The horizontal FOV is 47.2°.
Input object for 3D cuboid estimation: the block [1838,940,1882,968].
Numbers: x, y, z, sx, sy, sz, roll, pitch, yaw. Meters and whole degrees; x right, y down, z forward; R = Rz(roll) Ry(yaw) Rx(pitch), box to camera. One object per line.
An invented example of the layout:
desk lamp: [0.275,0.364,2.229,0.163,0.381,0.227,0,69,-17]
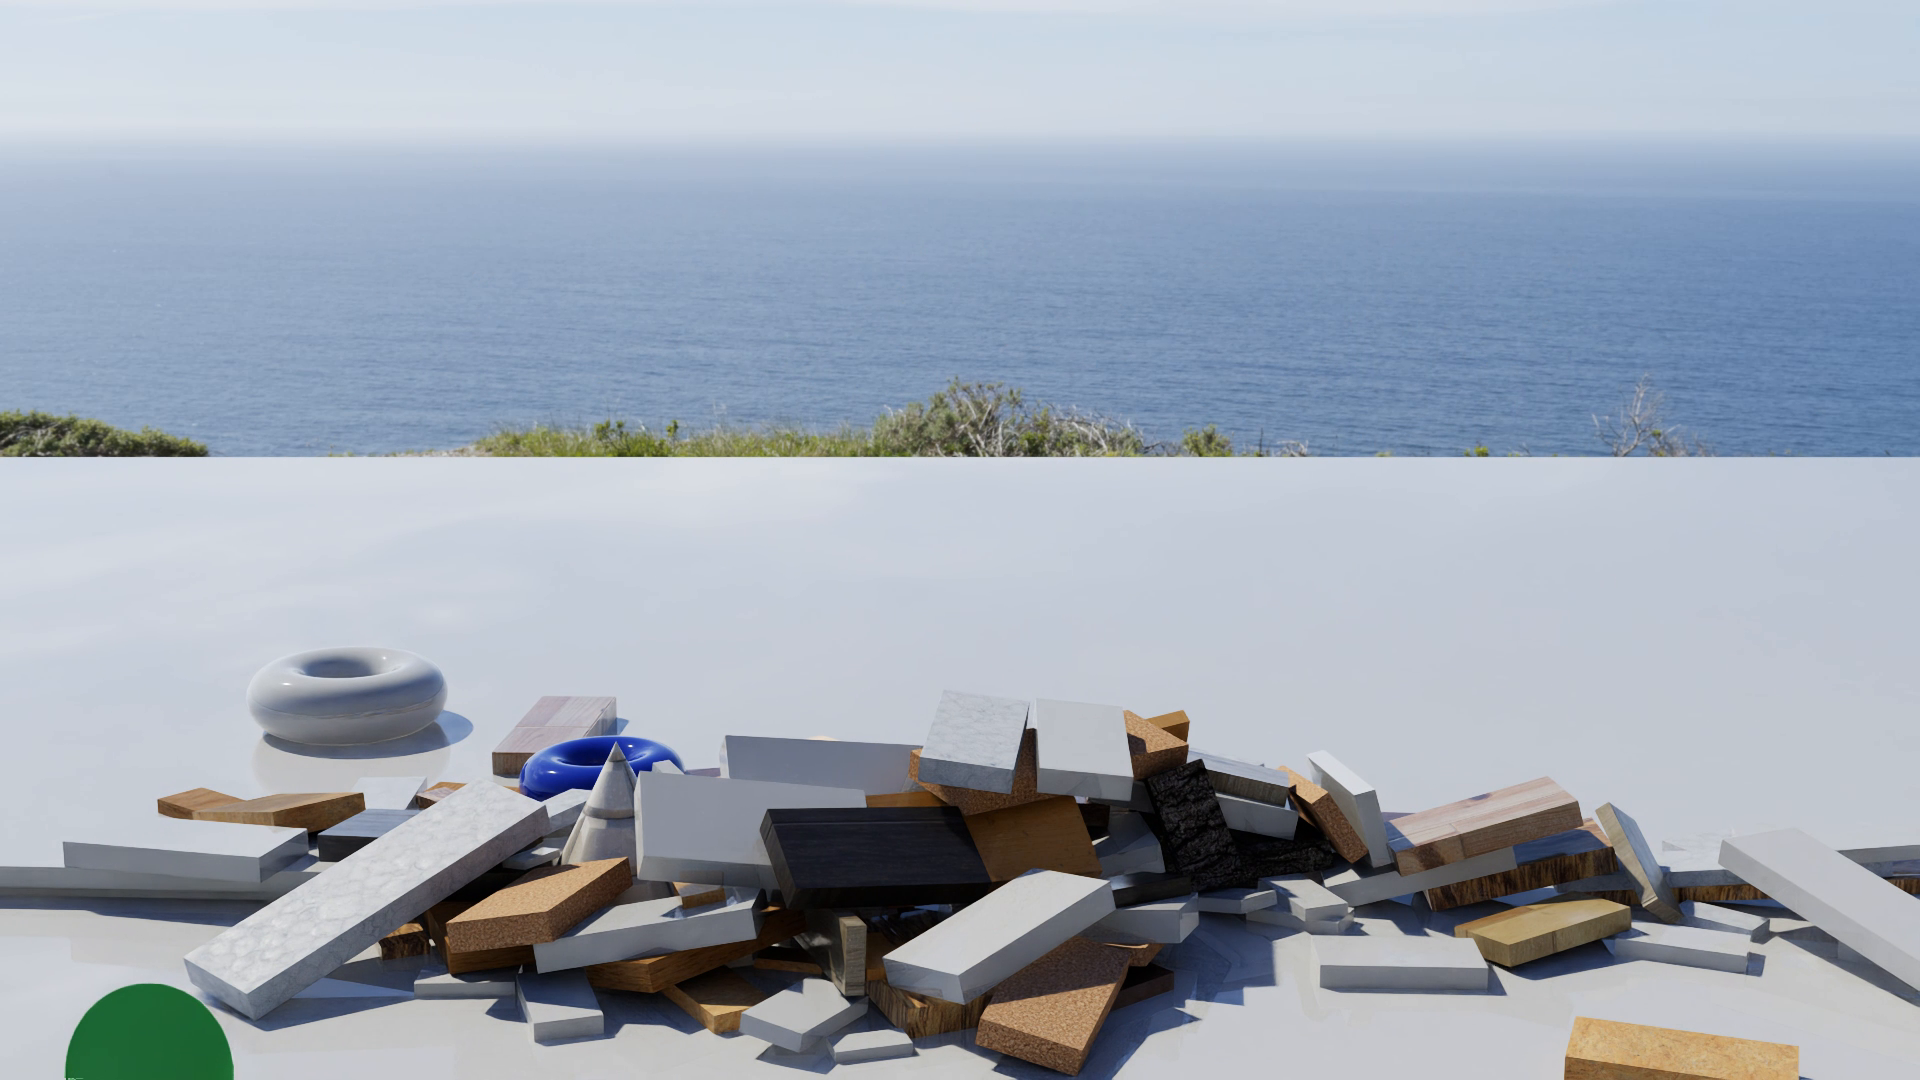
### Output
block: [1.464,0.616,3.437,0.117,0.033,0.235,7,13,34]

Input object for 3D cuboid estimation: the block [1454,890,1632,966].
block: [0.908,0.603,3.423,0.247,0.035,0.123,-10,9,-27]

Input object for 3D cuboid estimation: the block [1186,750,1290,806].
block: [0.440,0.398,3.743,0.235,0.033,0.117,12,8,6]

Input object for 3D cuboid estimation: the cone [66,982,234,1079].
cone: [-1.086,0.700,2.800,0.224,0.224,0.224,-25,-7,36]

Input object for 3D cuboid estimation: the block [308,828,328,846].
block: [-1.120,0.528,3.803,0.251,0.036,0.126,-9,10,1]

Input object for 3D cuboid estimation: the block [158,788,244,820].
block: [-1.392,0.500,4.082,0.190,0.027,0.095,8,13,36]

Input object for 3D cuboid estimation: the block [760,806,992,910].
block: [-0.126,0.474,3.297,0.318,0.045,0.159,3,38,-27]

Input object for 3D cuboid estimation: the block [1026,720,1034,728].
block: [0.169,0.410,4.528,0.291,0.041,0.145,-3,11,-16]

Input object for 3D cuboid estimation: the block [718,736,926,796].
block: [-0.156,0.410,3.524,0.446,0.050,0.176,5,47,-18]

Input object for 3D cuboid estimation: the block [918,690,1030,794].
block: [0.025,0.320,3.518,0.145,0.041,0.291,7,18,5]

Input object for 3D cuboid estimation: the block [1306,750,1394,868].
block: [0.663,0.454,3.762,0.035,0.123,0.418,-15,4,-1]

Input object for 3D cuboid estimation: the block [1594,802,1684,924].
block: [1.097,0.521,3.552,0.095,0.027,0.191,32,30,-40]

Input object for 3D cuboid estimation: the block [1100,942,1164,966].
block: [0.249,0.613,3.323,0.095,0.027,0.190,-2,-1,14]

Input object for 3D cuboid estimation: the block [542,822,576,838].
block: [-0.644,0.520,3.875,0.181,0.026,0.090,15,13,11]

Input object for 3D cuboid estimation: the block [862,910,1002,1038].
block: [-0.064,0.637,3.249,0.161,0.046,0.321,-5,14,-23]

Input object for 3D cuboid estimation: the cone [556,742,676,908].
cone: [-0.557,0.463,3.586,0.280,0.280,0.280,0,11,0]

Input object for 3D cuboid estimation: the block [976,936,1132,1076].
block: [0.135,0.644,3.100,0.145,0.041,0.291,15,20,13]

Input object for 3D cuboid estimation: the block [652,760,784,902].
block: [-0.399,0.499,3.583,0.031,0.111,0.382,-8,29,-37]

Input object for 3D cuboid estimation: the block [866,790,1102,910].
block: [0.031,0.476,3.464,0.353,0.050,0.176,-2,49,-23]

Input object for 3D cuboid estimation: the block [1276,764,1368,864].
block: [0.612,0.467,3.786,0.033,0.117,0.458,-34,0,-1]

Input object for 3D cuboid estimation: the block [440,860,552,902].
block: [-0.842,0.544,3.576,0.322,0.046,0.161,-1,6,6]

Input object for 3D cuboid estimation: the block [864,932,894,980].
block: [-0.126,0.610,3.222,0.061,0.017,0.122,-4,14,-20]

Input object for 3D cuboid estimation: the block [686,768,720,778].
block: [-0.348,0.471,4.178,0.336,0.048,0.168,-3,11,-13]

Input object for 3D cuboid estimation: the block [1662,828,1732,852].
block: [1.334,0.540,3.868,0.177,0.025,0.089,-5,12,-25]

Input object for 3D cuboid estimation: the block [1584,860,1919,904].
block: [1.464,0.556,3.613,0.900,0.025,0.089,-3,12,5]

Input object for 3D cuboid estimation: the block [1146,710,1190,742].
block: [0.344,0.388,3.870,0.099,0.199,0.028,-12,44,-15]

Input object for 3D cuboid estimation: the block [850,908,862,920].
block: [-0.176,0.576,3.428,0.017,0.122,0.061,-35,23,-17]

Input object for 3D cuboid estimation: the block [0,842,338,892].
block: [-1.592,0.543,3.687,1.187,0.036,0.126,1,11,3]

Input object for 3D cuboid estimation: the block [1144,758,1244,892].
block: [0.382,0.469,3.599,0.099,0.199,0.028,-19,-6,-13]

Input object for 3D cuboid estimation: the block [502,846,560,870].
block: [-0.692,0.513,3.548,0.046,0.013,0.092,1,6,27]

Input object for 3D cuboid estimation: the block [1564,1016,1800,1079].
block: [0.966,0.704,2.944,0.291,0.041,0.145,4,11,20]

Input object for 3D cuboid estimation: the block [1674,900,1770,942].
block: [1.214,0.608,3.518,0.137,0.019,0.068,9,14,41]

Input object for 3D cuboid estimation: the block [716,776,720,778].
block: [-0.377,0.499,3.725,0.159,0.159,0.159,-10,14,-42]

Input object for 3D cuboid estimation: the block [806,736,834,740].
block: [-0.252,0.465,3.838,0.184,0.184,0.184,-10,14,-42]

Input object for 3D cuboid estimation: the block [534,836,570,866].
block: [-0.719,0.536,3.751,0.182,0.026,0.091,-2,11,-18]

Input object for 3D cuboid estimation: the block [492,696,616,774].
block: [-0.835,0.402,4.558,0.161,0.046,0.440,0,11,2]

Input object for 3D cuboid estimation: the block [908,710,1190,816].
block: [0.149,0.358,3.581,0.452,0.045,0.159,-7,22,-35]

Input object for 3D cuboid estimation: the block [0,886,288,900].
block: [-1.726,0.570,3.709,1.401,0.025,0.089,1,11,3]

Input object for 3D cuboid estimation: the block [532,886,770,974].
block: [-0.454,0.573,3.256,0.322,0.046,0.161,-9,4,2]

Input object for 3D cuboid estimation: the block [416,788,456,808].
block: [-0.939,0.484,4.054,0.128,0.018,0.064,9,14,41]

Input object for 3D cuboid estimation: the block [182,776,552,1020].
block: [-0.896,0.537,3.369,0.168,0.048,0.559,14,33,38]

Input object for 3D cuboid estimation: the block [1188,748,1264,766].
block: [0.398,0.472,4.167,0.174,0.049,0.386,9,14,39]

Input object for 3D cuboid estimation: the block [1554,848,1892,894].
block: [1.249,0.540,3.634,0.539,0.027,0.095,-3,12,3]

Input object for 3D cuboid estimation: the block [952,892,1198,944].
block: [0.180,0.578,3.378,0.348,0.049,0.174,-2,-1,15]

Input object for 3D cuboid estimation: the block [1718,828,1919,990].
block: [1.414,0.594,3.271,0.152,0.043,0.647,-5,20,-23]
